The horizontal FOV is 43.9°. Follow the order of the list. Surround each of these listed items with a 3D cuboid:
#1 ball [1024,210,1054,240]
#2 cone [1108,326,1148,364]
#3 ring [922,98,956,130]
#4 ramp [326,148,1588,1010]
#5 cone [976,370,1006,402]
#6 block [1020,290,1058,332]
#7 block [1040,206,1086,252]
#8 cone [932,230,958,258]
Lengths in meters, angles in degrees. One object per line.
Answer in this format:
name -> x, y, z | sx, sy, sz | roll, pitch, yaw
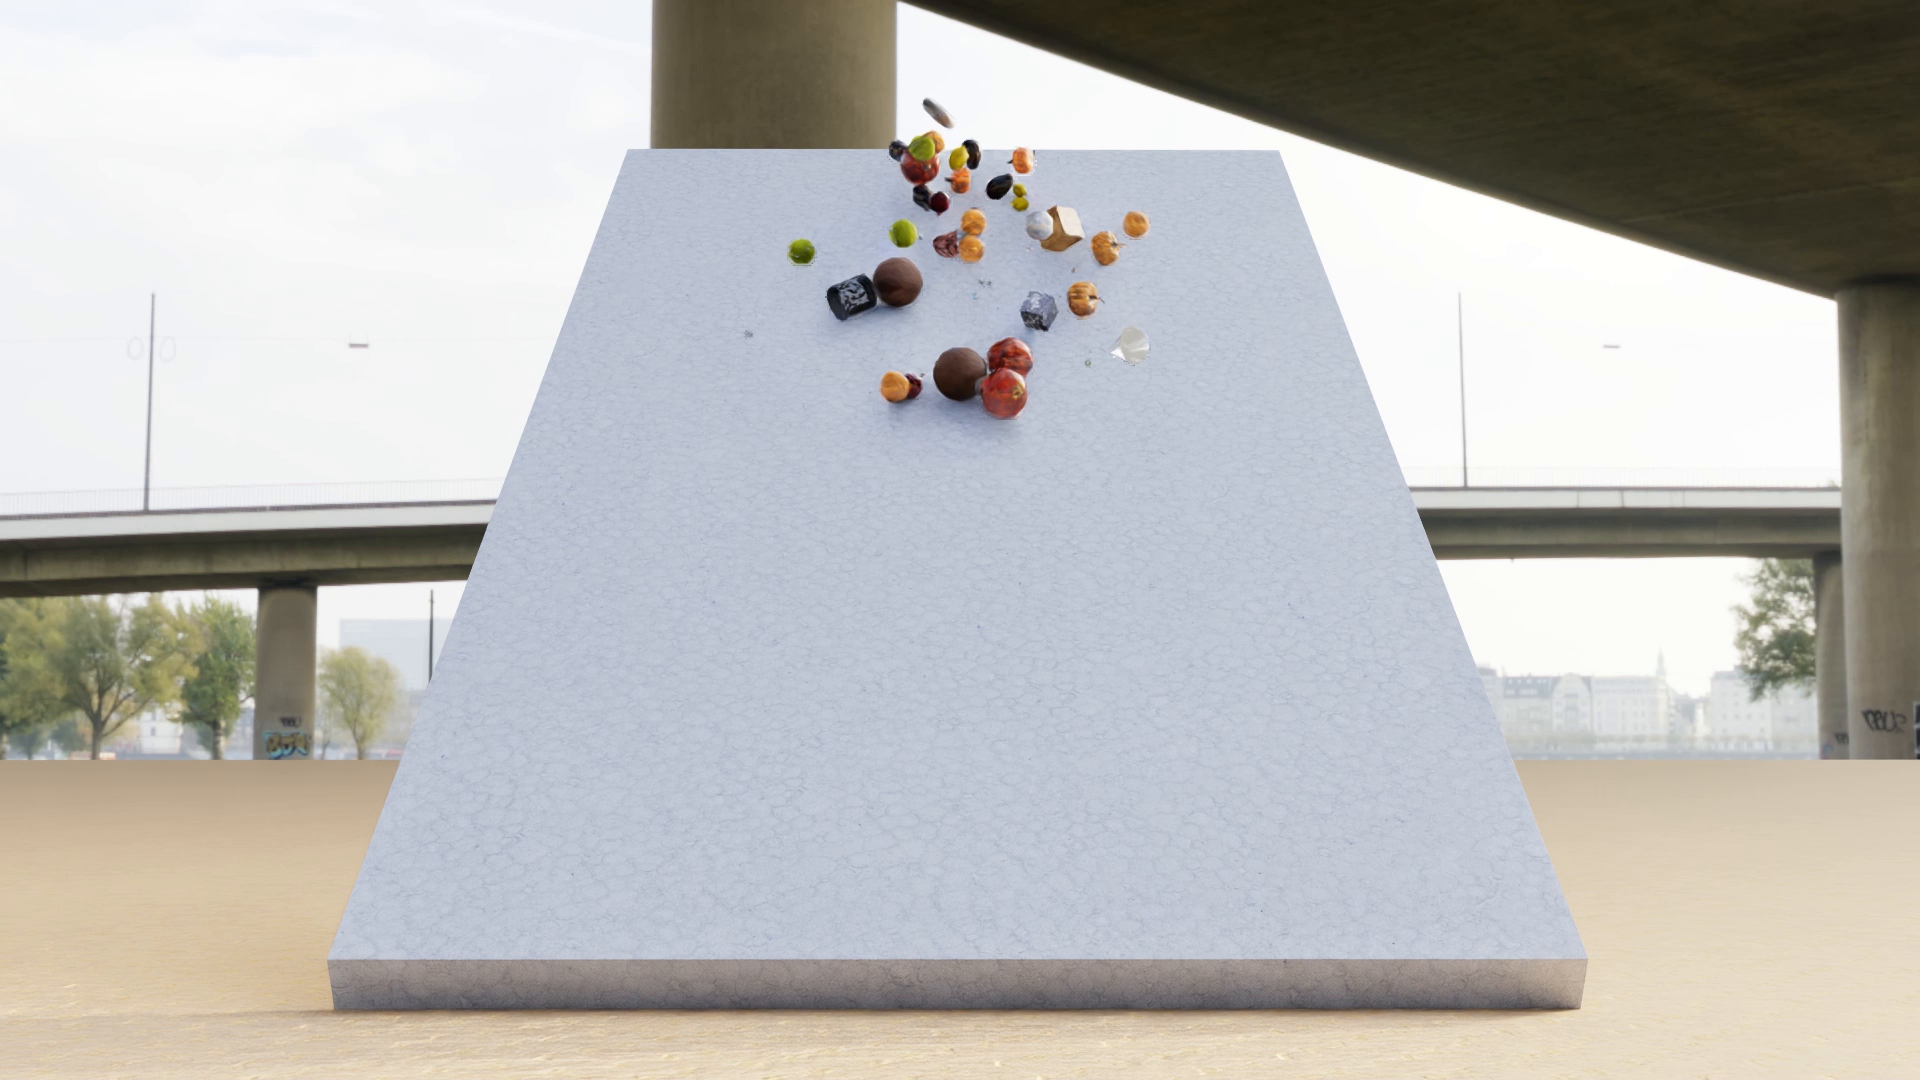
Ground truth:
ball -> 0.192, -0.766, 5.801 | 0.072, 0.072, 0.072 | 0, -5, 0
cone -> 0.398, -0.475, 5.895 | 0.095, 0.095, 0.095 | 4, -8, -38
ring -> -0.060, -1.208, 6.746 | 0.116, 0.039, 0.116 | 40, 11, -10
ramp -> -0.011, -0.224, 5.570 | 2.000, 0.100, 4.000 | 0, 28, 0
cone -> 0.080, -0.378, 5.615 | 0.074, 0.074, 0.074 | -2, 38, 21
block -> 0.201, -0.581, 6.046 | 0.065, 0.065, 0.065 | 16, -28, 27
block -> 0.268, -0.844, 6.469 | 0.087, 0.087, 0.087 | -29, -19, 36
cone -> -0.025, -0.822, 6.489 | 0.076, 0.076, 0.076 | 17, -40, 15
